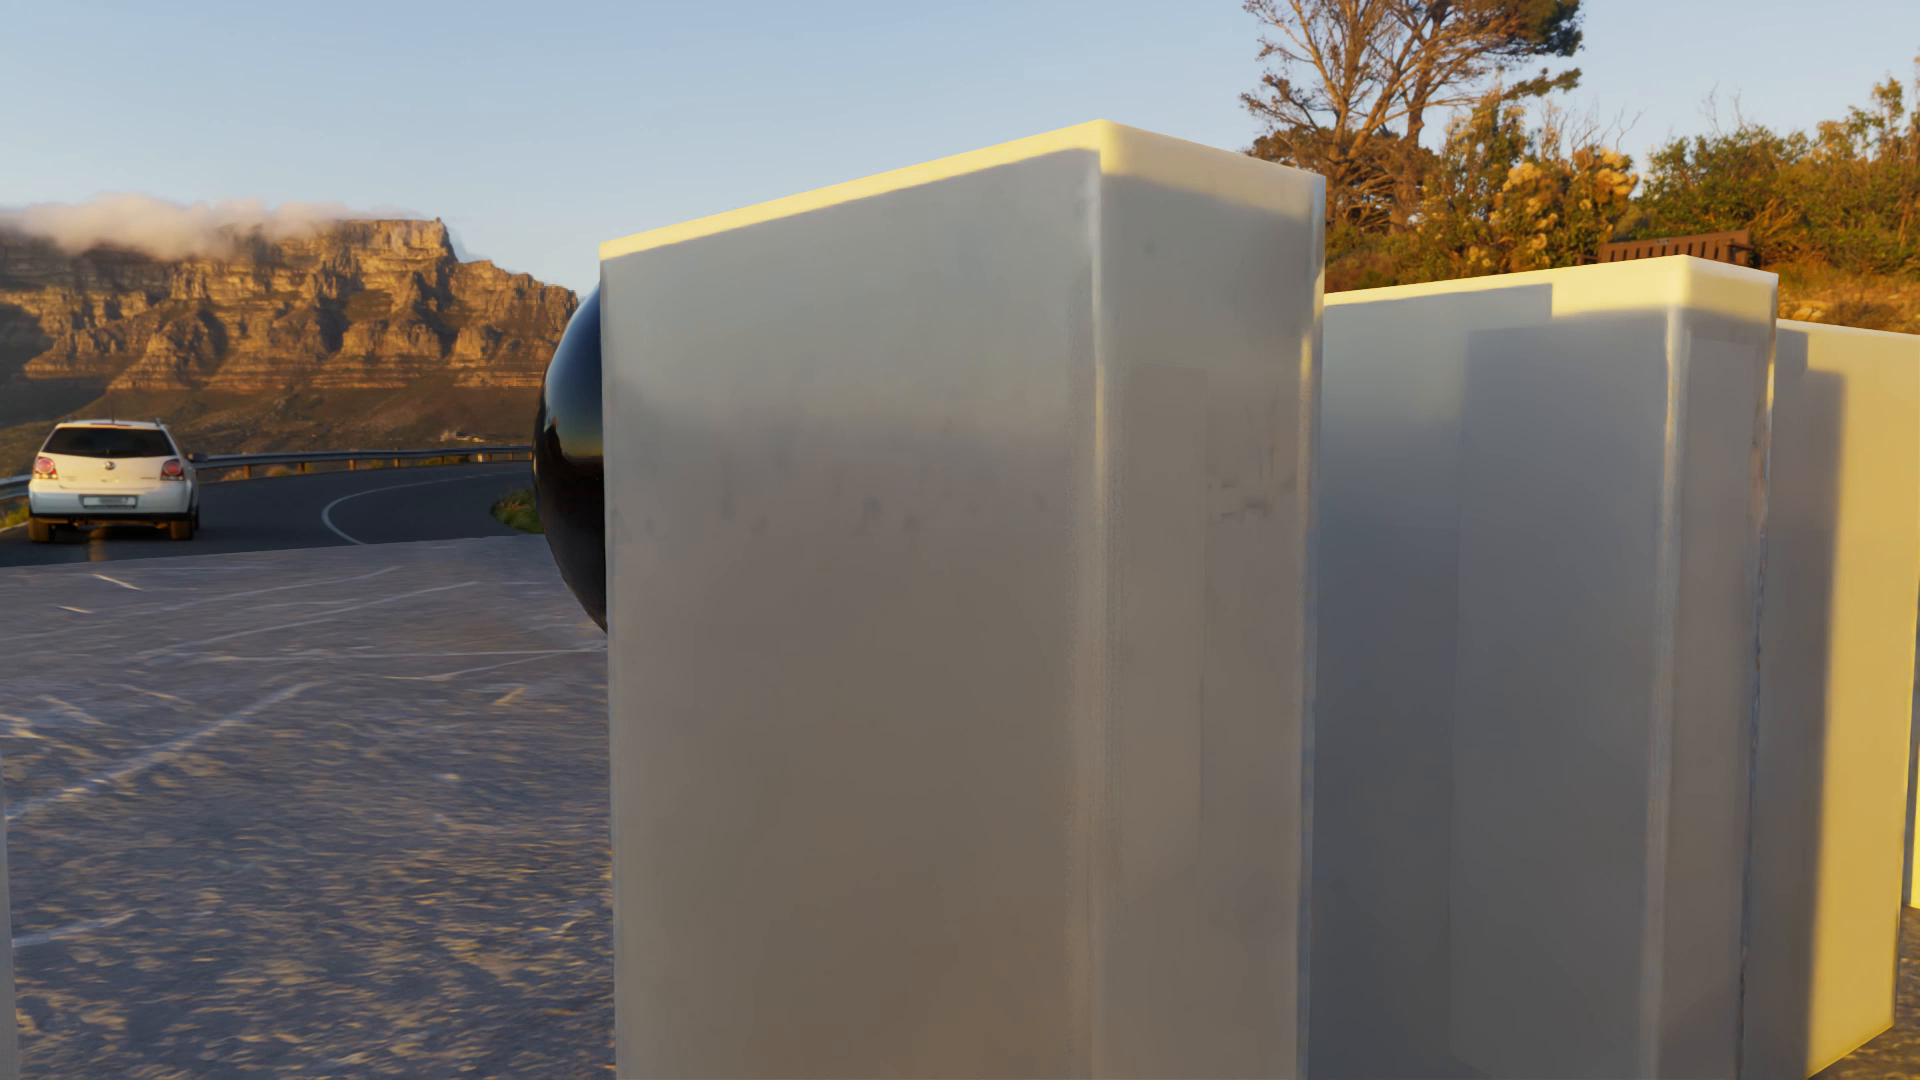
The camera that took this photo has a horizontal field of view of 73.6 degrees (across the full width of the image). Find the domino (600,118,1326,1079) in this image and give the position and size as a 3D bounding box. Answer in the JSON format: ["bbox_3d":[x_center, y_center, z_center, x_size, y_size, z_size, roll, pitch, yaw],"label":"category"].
[{"bbox_3d":[-0.002,0.014,0.044,0.010,0.050,0.025,-4,6,-42],"label":"domino"}]

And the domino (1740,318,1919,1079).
[{"bbox_3d":[0.055,0.011,0.089,0.025,0.050,0.009,-3,5,-34],"label":"domino"}]

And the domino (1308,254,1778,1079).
[{"bbox_3d":[0.025,0.013,0.066,0.009,0.050,0.025,-3,5,-38],"label":"domino"}]

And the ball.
[{"bbox_3d":[-0.027,-0.013,0.207,0.080,0.080,0.080,0,4,0],"label":"ball"}]

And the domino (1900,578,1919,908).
[{"bbox_3d":[0.093,0.009,0.117,0.010,0.050,0.025,-3,5,-39],"label":"domino"}]

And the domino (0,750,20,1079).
[{"bbox_3d":[-0.024,0.016,0.018,0.025,0.050,0.009,3,5,33],"label":"domino"}]
